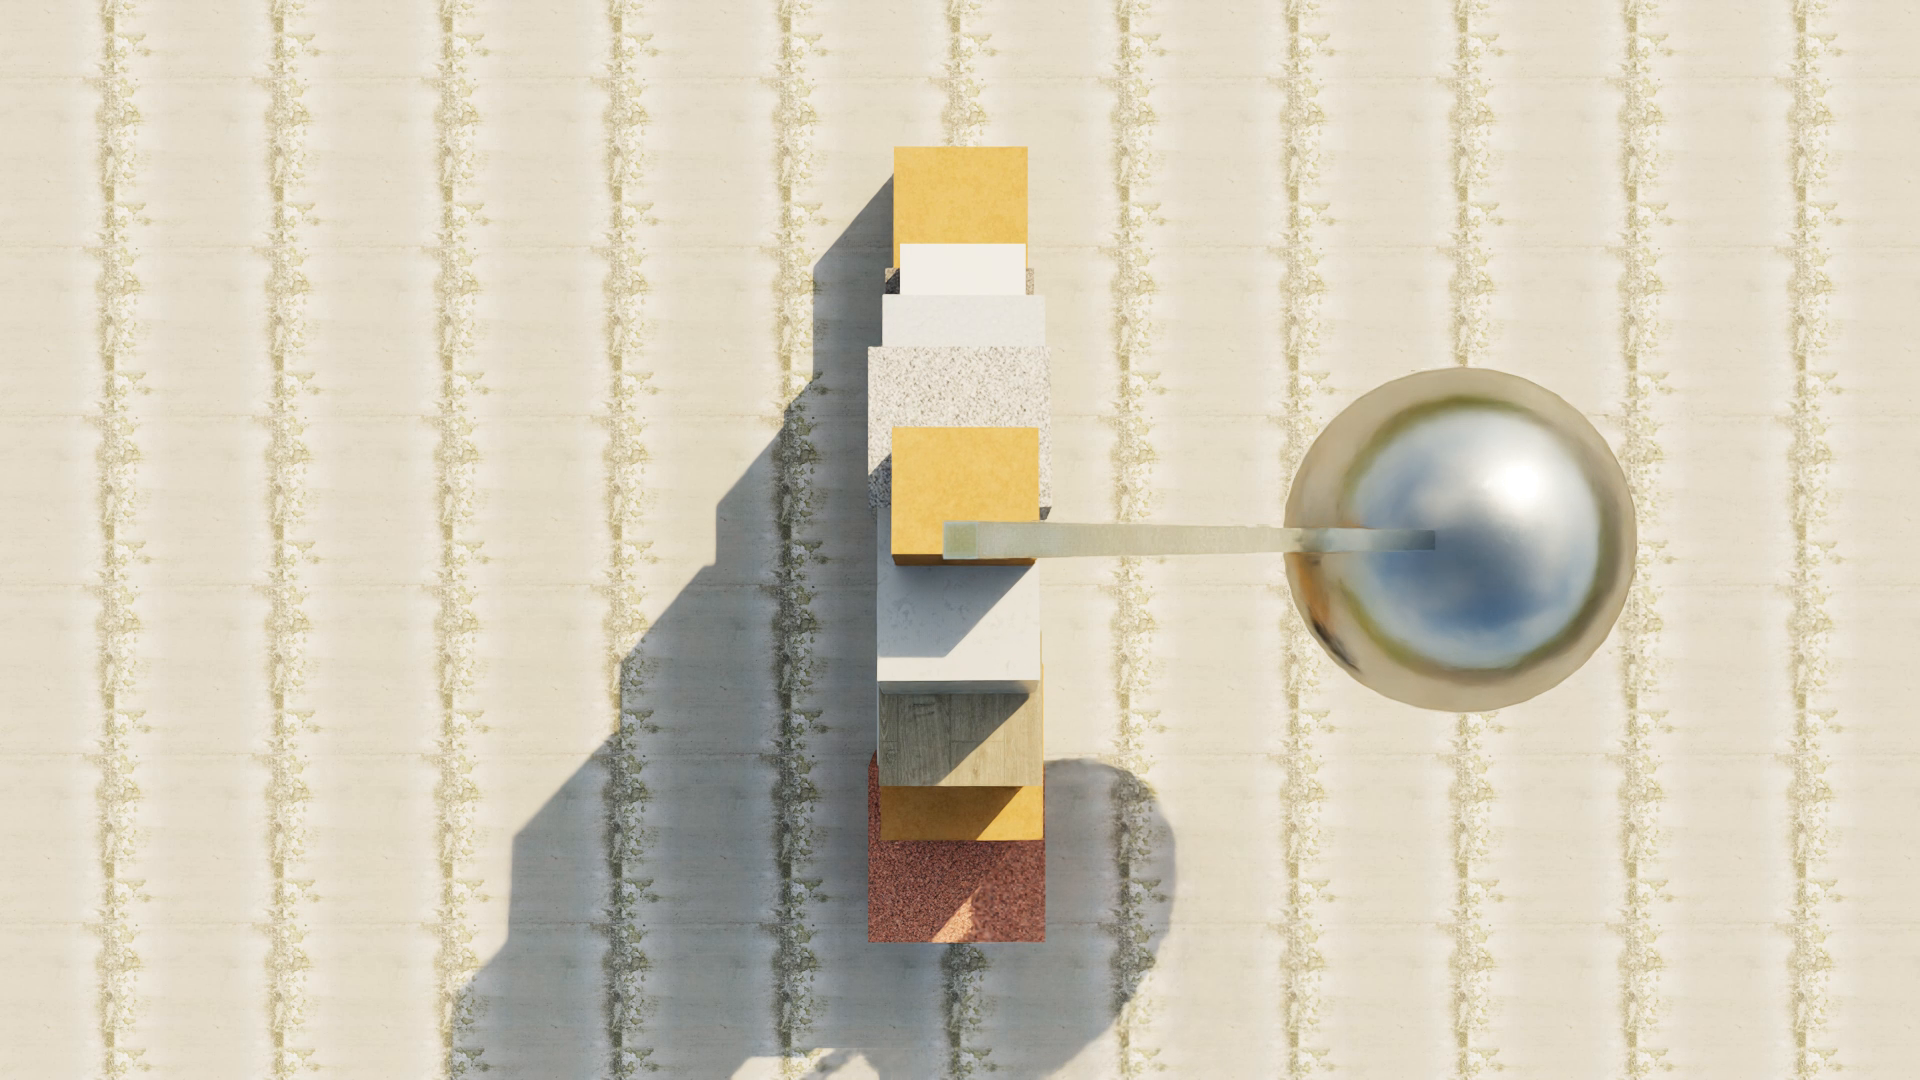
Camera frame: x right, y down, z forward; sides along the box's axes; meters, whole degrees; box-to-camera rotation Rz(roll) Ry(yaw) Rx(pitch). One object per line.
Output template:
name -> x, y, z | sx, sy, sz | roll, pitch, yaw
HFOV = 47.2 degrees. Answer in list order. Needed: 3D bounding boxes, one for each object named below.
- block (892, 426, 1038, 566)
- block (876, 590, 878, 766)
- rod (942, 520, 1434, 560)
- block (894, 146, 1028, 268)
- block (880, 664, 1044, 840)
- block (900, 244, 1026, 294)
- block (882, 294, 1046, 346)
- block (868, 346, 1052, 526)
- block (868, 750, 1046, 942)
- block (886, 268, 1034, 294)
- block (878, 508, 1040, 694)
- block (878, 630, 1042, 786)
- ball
block -> 0.021, -0.178, 9.410 | 0.608, 0.632, 0.528 | 0, 85, 0
block -> -0.019, 0.754, 12.507 | 0.869, 0.986, 0.954 | 0, 90, 0
rod -> 0.994, 0.000, 7.010 | 0.080, 5.200, 0.080 | 0, 90, 22
block -> 0.004, -1.852, 12.640 | 0.747, 0.720, 0.690 | 0, 90, 0
block -> 0.011, 1.081, 11.556 | 0.821, 0.901, 0.885 | 0, 89, 0
block -> 0.014, -1.199, 11.731 | 0.647, 0.725, 0.663 | 0, 90, 0
block -> 0.018, -0.753, 11.007 | 0.786, 0.722, 0.868 | 0, 90, 0
block -> -0.001, -0.466, 10.185 | 0.811, 0.862, 0.719 | 0, 85, 0
block -> -0.018, 1.719, 12.502 | 0.966, 0.996, 0.956 | 0, 90, 0
block -> -0.002, -1.055, 12.547 | 0.817, 0.907, 0.884 | 0, 90, 0
block -> -0.007, 0.287, 10.014 | 0.712, 0.672, 0.767 | 0, 81, 0
block -> 0.002, 0.798, 10.718 | 0.767, 0.786, 0.726 | 0, 89, 0
ball -> 2.295, 0.000, 10.152 | 1.600, 1.600, 1.600 | 0, 90, 0
